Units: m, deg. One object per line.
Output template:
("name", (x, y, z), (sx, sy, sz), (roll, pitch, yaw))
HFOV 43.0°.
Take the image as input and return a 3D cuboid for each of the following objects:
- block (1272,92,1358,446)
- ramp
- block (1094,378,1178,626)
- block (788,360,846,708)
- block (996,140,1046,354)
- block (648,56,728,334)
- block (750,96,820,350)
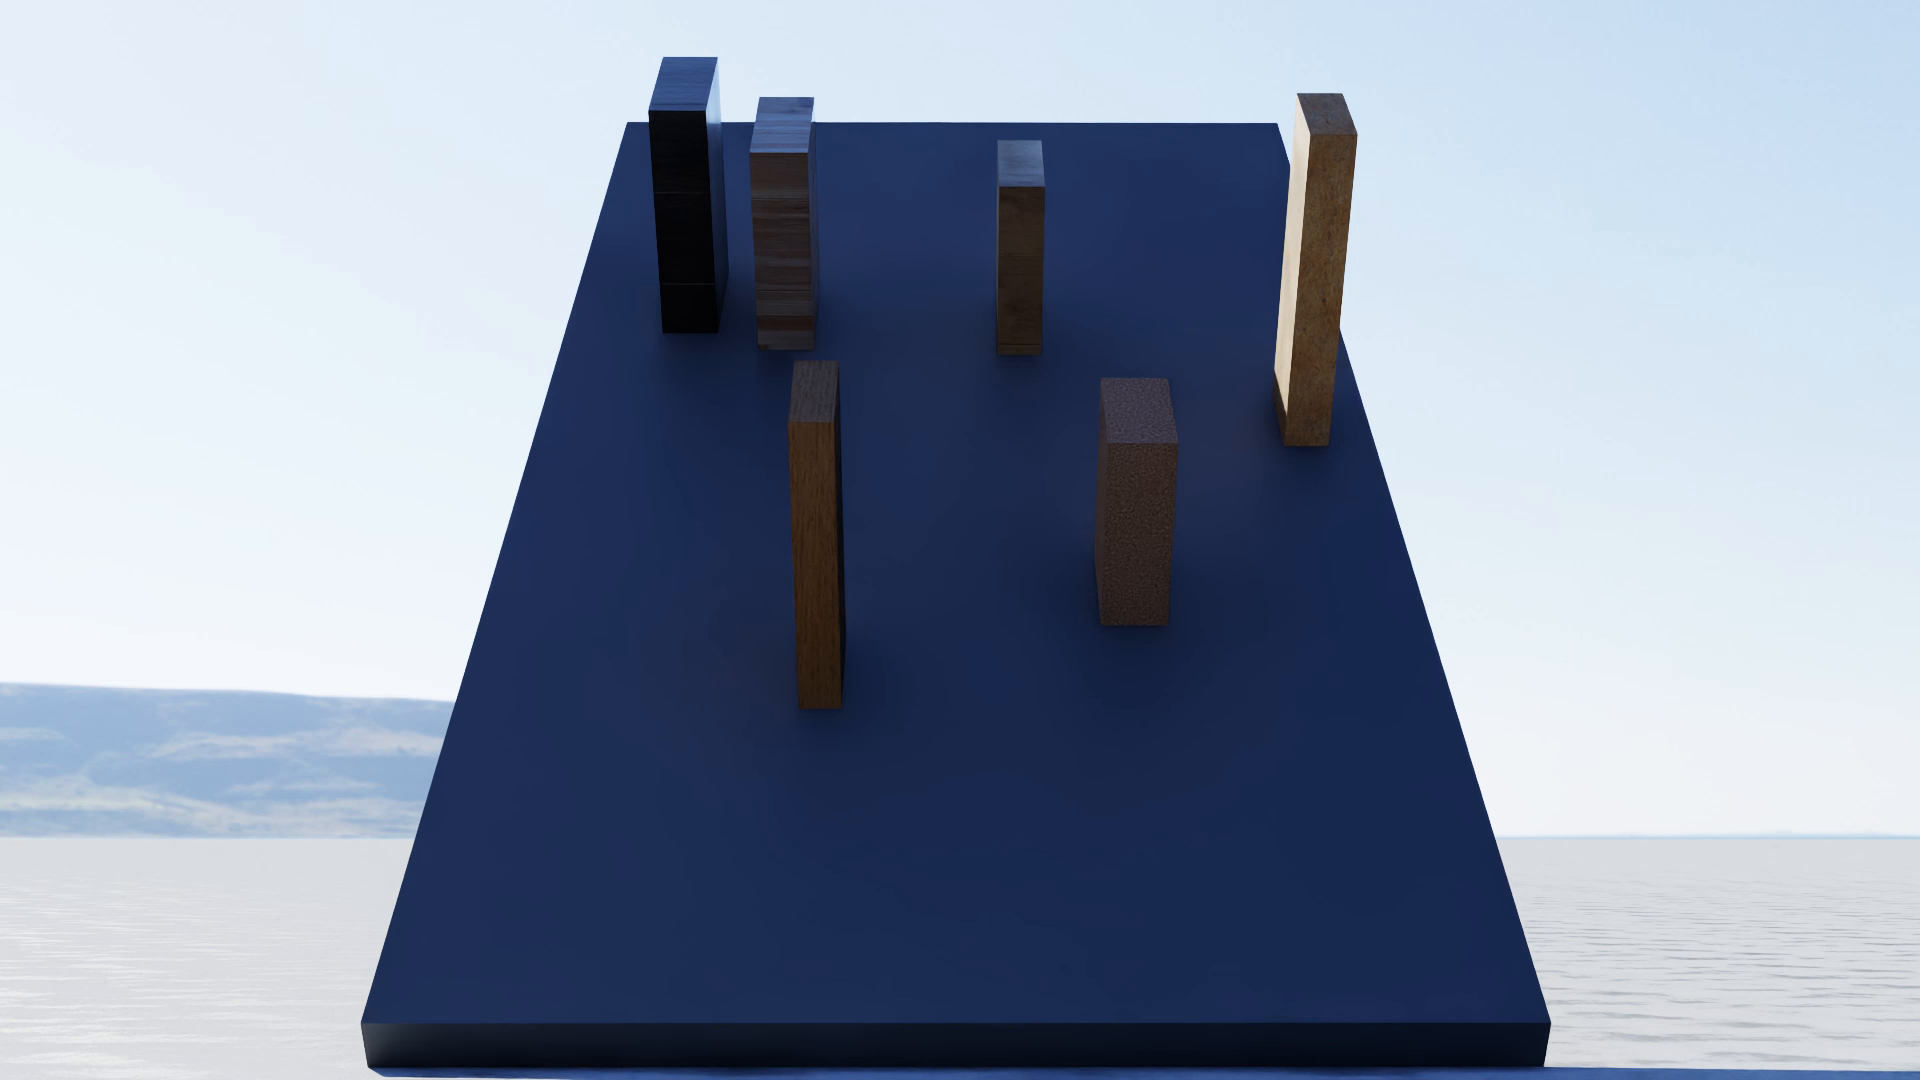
("block", (0.822, -0.623, 5.681), (0.105, 0.787, 0.246), (0, 32, 0))
("ramp", (-0.015, -0.195, 5.825), (2.000, 0.100, 4.000), (0, 32, 0))
("block", (0.367, -0.081, 5.129), (0.141, 0.439, 0.281), (0, 32, 0))
("block", (-0.278, -0.006, 4.800), (0.086, 0.651, 0.248), (0, 32, 0))
("block", (0.150, -0.741, 6.181), (0.111, 0.460, 0.293), (0, 32, 0))
("block", (-0.693, -0.887, 6.272), (0.142, 0.607, 0.371), (0, 32, 0))
("block", (-0.442, -0.807, 6.212), (0.141, 0.536, 0.366), (0, 32, 0))
